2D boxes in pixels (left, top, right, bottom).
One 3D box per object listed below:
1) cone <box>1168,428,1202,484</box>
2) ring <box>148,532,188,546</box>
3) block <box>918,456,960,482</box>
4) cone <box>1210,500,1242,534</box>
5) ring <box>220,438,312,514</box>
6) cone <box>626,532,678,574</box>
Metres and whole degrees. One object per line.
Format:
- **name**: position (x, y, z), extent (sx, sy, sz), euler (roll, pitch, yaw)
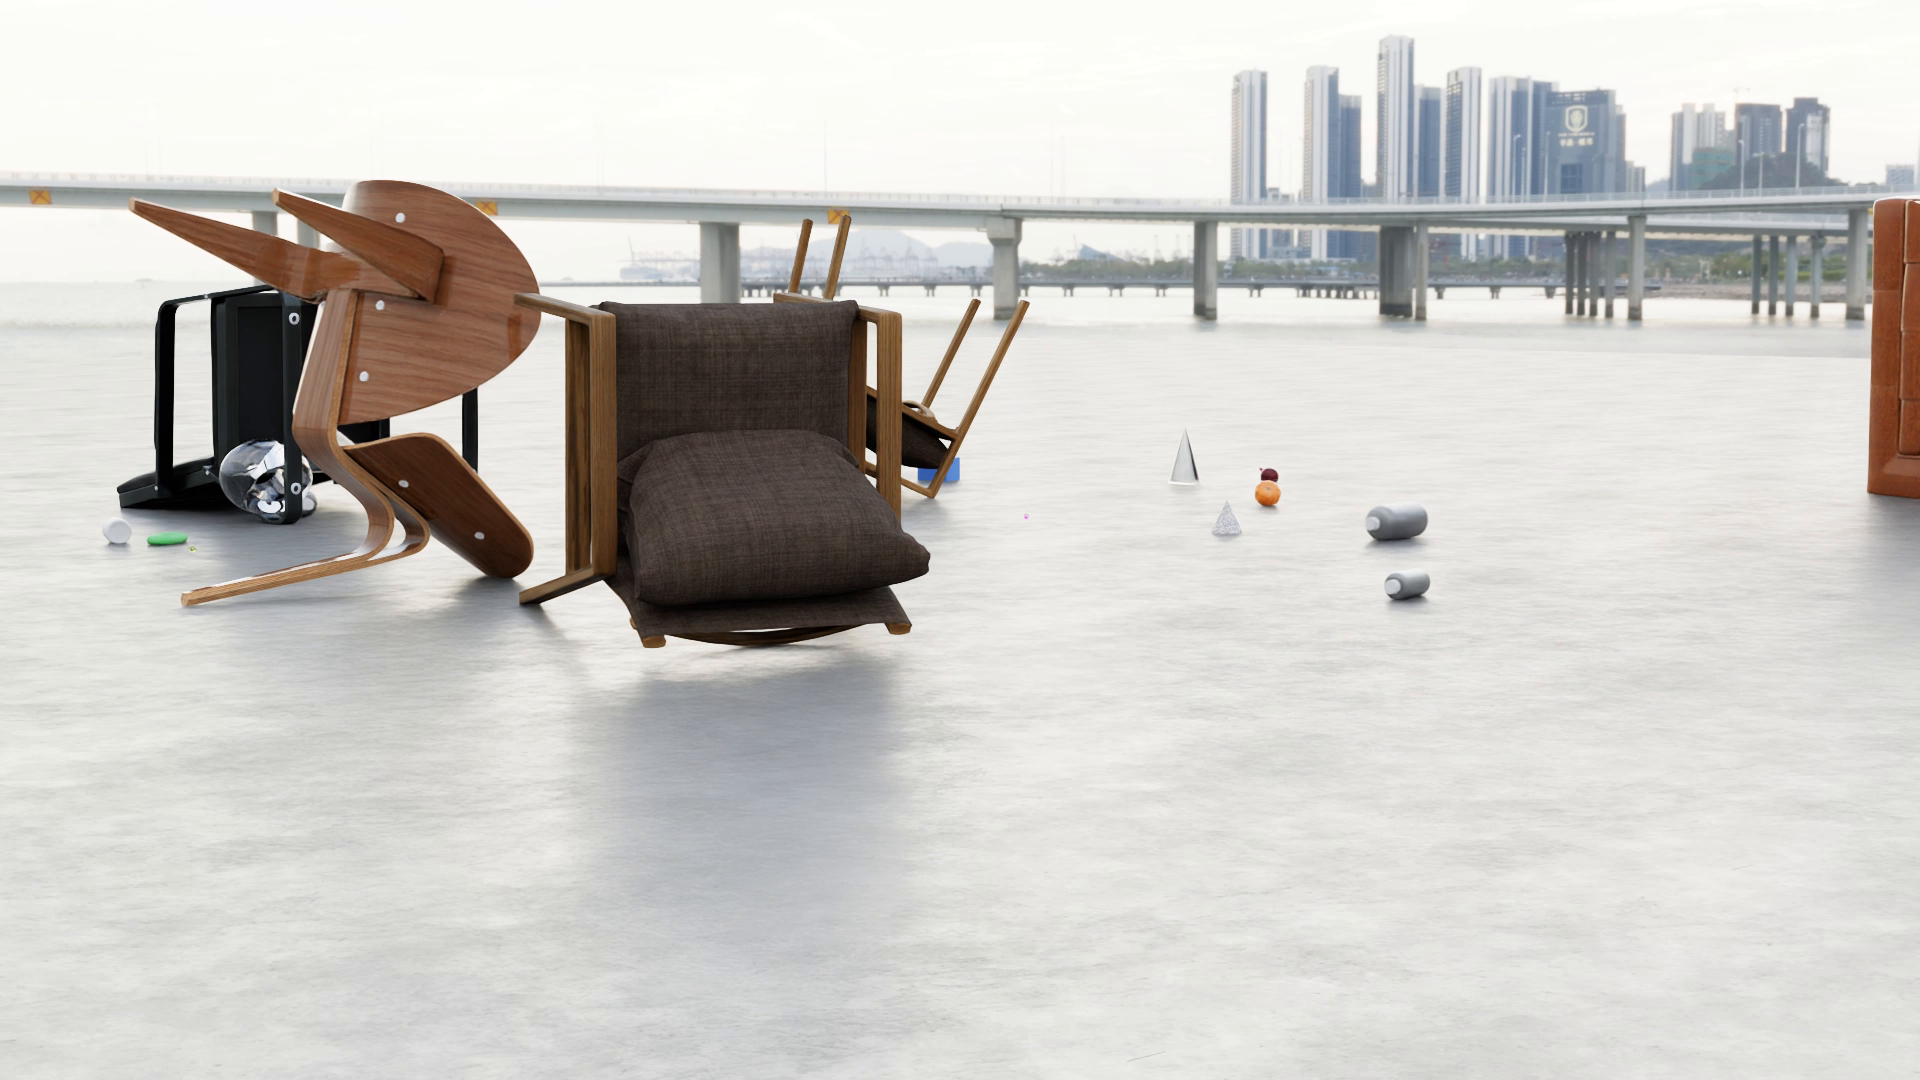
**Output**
- **cone**: position (0.716, -0.271, 8.155), extent (0.111, 0.182, 0.094), euler (3, 6, 24)
- **ring**: position (-1.956, -0.003, 6.332), extent (0.082, 0.023, 0.136), euler (2, 7, 12)
- **block**: position (-0.069, -0.231, 8.296), extent (0.111, 0.073, 0.083), euler (4, 7, 31)
- **cone**: position (0.687, -0.062, 6.600), extent (0.086, 0.086, 0.058), euler (-1, 6, -10)
- **ring**: position (-1.845, -0.168, 6.820), extent (0.110, 0.207, 0.269), euler (37, 14, 33)
- **cone**: position (-0.659, 0.051, 5.692), extent (0.087, 0.104, 0.177), euler (34, -24, -27)
